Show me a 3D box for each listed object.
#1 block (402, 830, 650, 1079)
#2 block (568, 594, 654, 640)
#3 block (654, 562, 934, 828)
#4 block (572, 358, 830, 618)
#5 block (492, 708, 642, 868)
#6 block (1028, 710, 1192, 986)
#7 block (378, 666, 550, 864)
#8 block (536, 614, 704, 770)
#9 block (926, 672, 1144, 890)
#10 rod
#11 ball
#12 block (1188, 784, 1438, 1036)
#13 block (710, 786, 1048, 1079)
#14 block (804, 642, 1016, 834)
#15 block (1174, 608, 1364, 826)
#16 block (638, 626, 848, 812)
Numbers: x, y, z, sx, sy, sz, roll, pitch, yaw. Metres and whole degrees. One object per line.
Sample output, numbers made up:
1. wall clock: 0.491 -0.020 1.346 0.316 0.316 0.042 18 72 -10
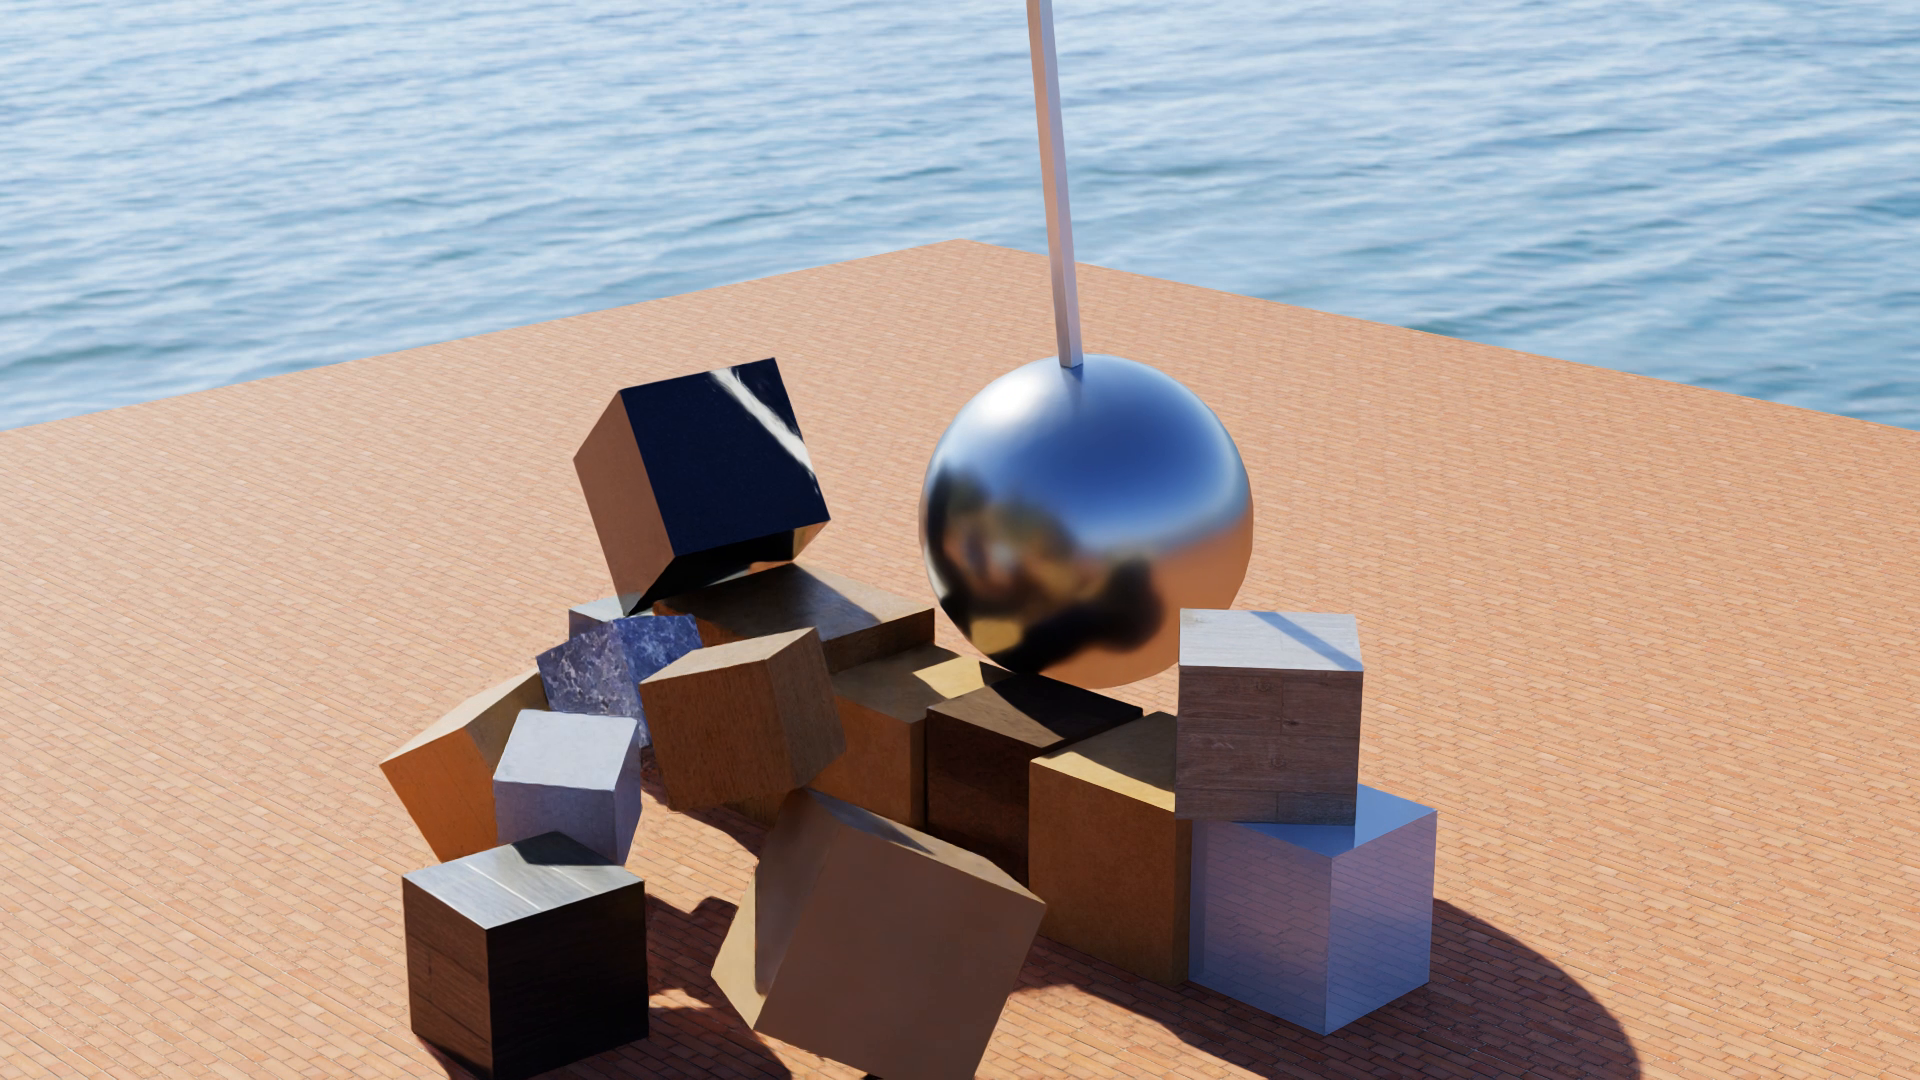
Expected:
1. block: -1.752 1.681 11.844 0.727 0.690 0.658 -14 22 -37
2. block: -1.443 0.677 15.060 0.776 0.678 0.798 -17 24 -42
3. block: -0.809 0.756 14.394 0.929 0.927 1.017 -16 24 -41
4. block: -1.307 -0.255 14.682 0.832 0.879 0.952 -14 -14 -26
5. block: -1.656 1.084 12.426 0.508 0.498 0.493 5 34 5
6. block: 0.896 1.327 12.799 0.831 0.793 0.856 16 24 42
7. block: -2.104 1.039 13.439 0.672 0.599 0.649 -23 11 41
8. block: -1.490 0.709 13.348 0.504 0.586 0.554 -25 -13 33
9. block: 0.335 1.150 13.300 0.706 0.830 0.675 16 24 42
10. rod: 0.259 -3.197 12.608 0.080 5.200 0.080 17 32 42
11. ball: 0.598 -0.088 13.941 1.600 1.600 1.600 0 17 0
12. block: 1.475 1.491 12.292 0.705 0.785 0.731 -17 24 -42
13. block: -0.328 1.545 11.312 0.874 0.831 0.820 24 0 -17
14. block: -0.188 1.025 13.819 0.809 0.759 0.732 -16 24 -41
15. block: 1.278 0.731 12.253 0.739 0.675 0.695 2 18 4
16. block: -0.850 0.702 11.571 0.547 0.518 0.590 -11 7 18
